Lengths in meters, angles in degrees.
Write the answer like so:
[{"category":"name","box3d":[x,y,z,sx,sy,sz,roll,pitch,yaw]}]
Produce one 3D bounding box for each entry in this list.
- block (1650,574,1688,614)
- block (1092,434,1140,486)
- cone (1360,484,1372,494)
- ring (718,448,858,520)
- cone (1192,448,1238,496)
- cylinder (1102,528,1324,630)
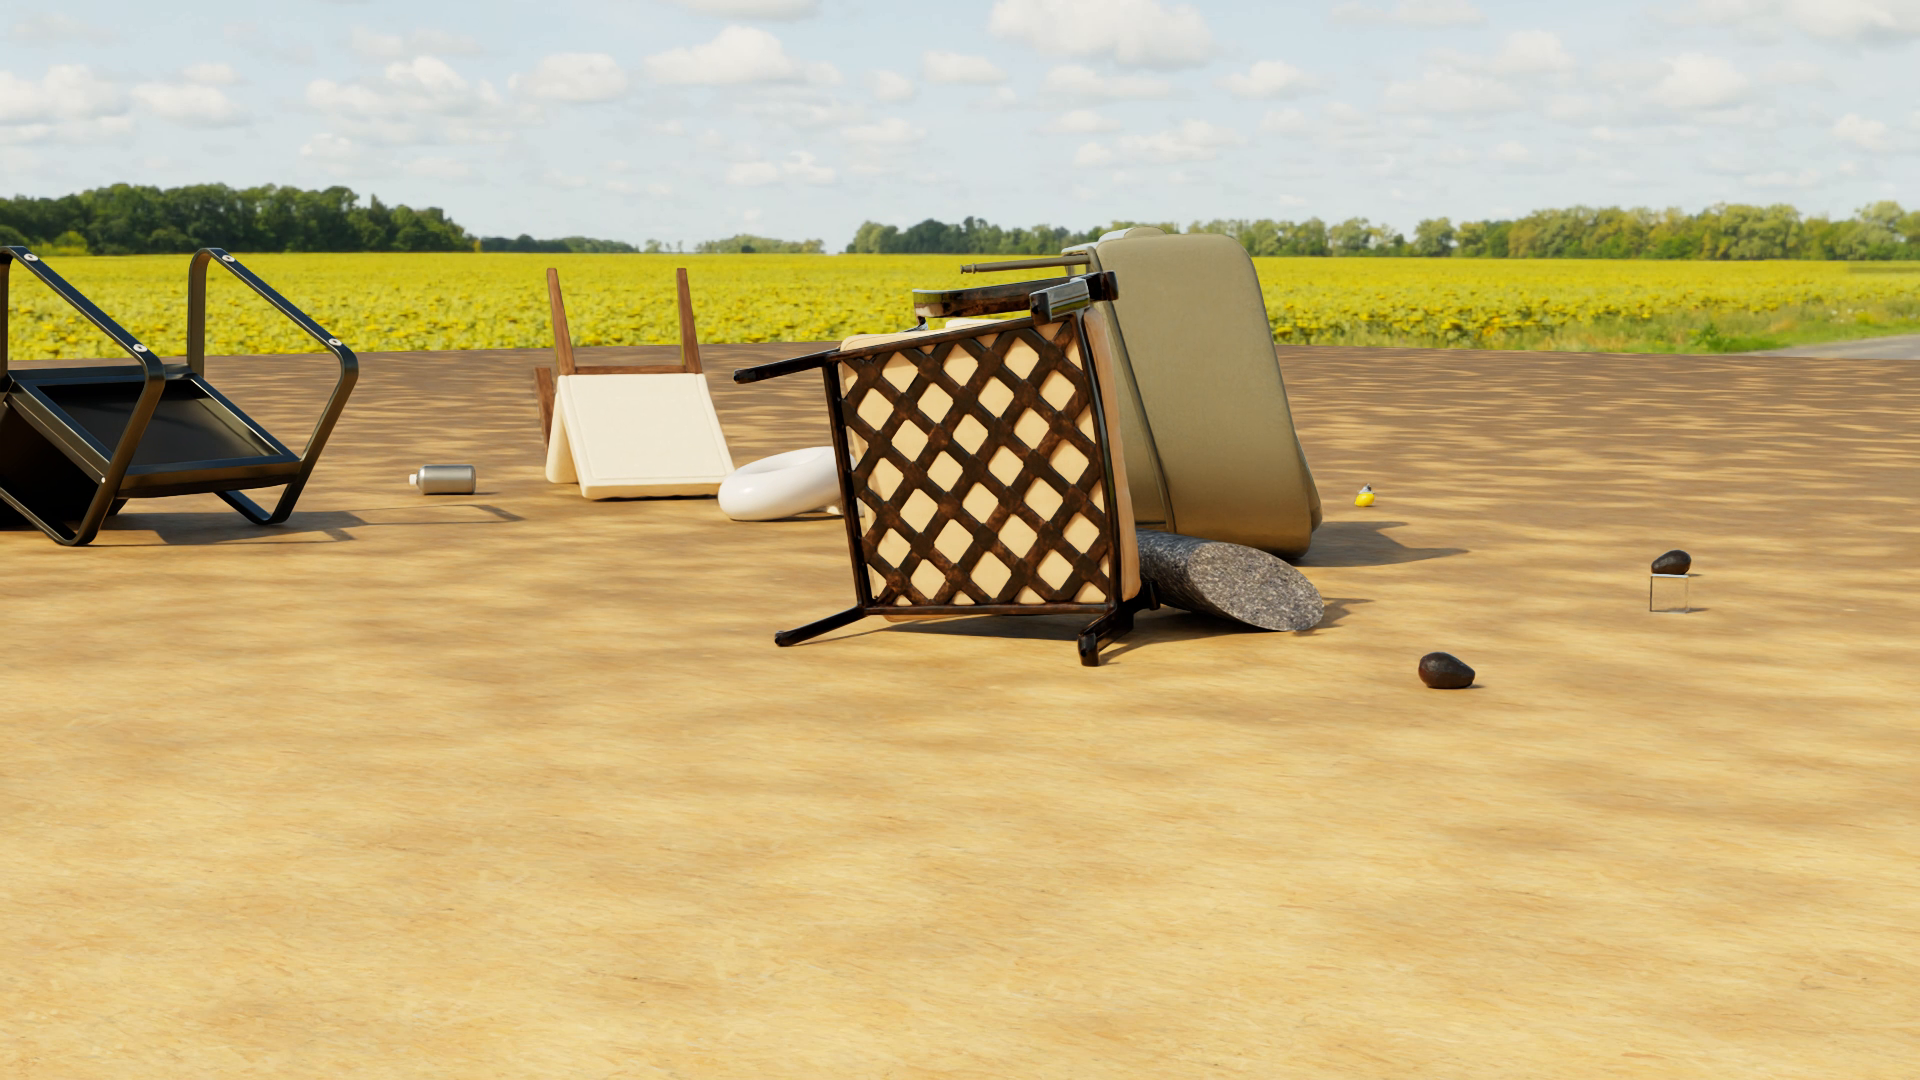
[{"category":"block","box3d":[1.393,0.105,5.041,0.067,0.071,0.037,3,6,25]},{"category":"block","box3d":[0.493,-0.255,8.120,0.118,0.157,0.098,-5,8,-42]},{"category":"cone","box3d":[1.226,-0.148,7.772,0.039,0.032,0.045,-22,-1,5]},{"category":"ring","box3d":[-0.469,-0.154,7.023,0.312,0.129,0.448,2,17,42]},{"category":"cone","box3d":[0.756,-0.180,7.820,0.144,0.158,0.156,25,-24,-2]},{"category":"cylinder","box3d":[0.477,0.073,4.863,0.319,0.133,0.314,22,-5,-27]}]
